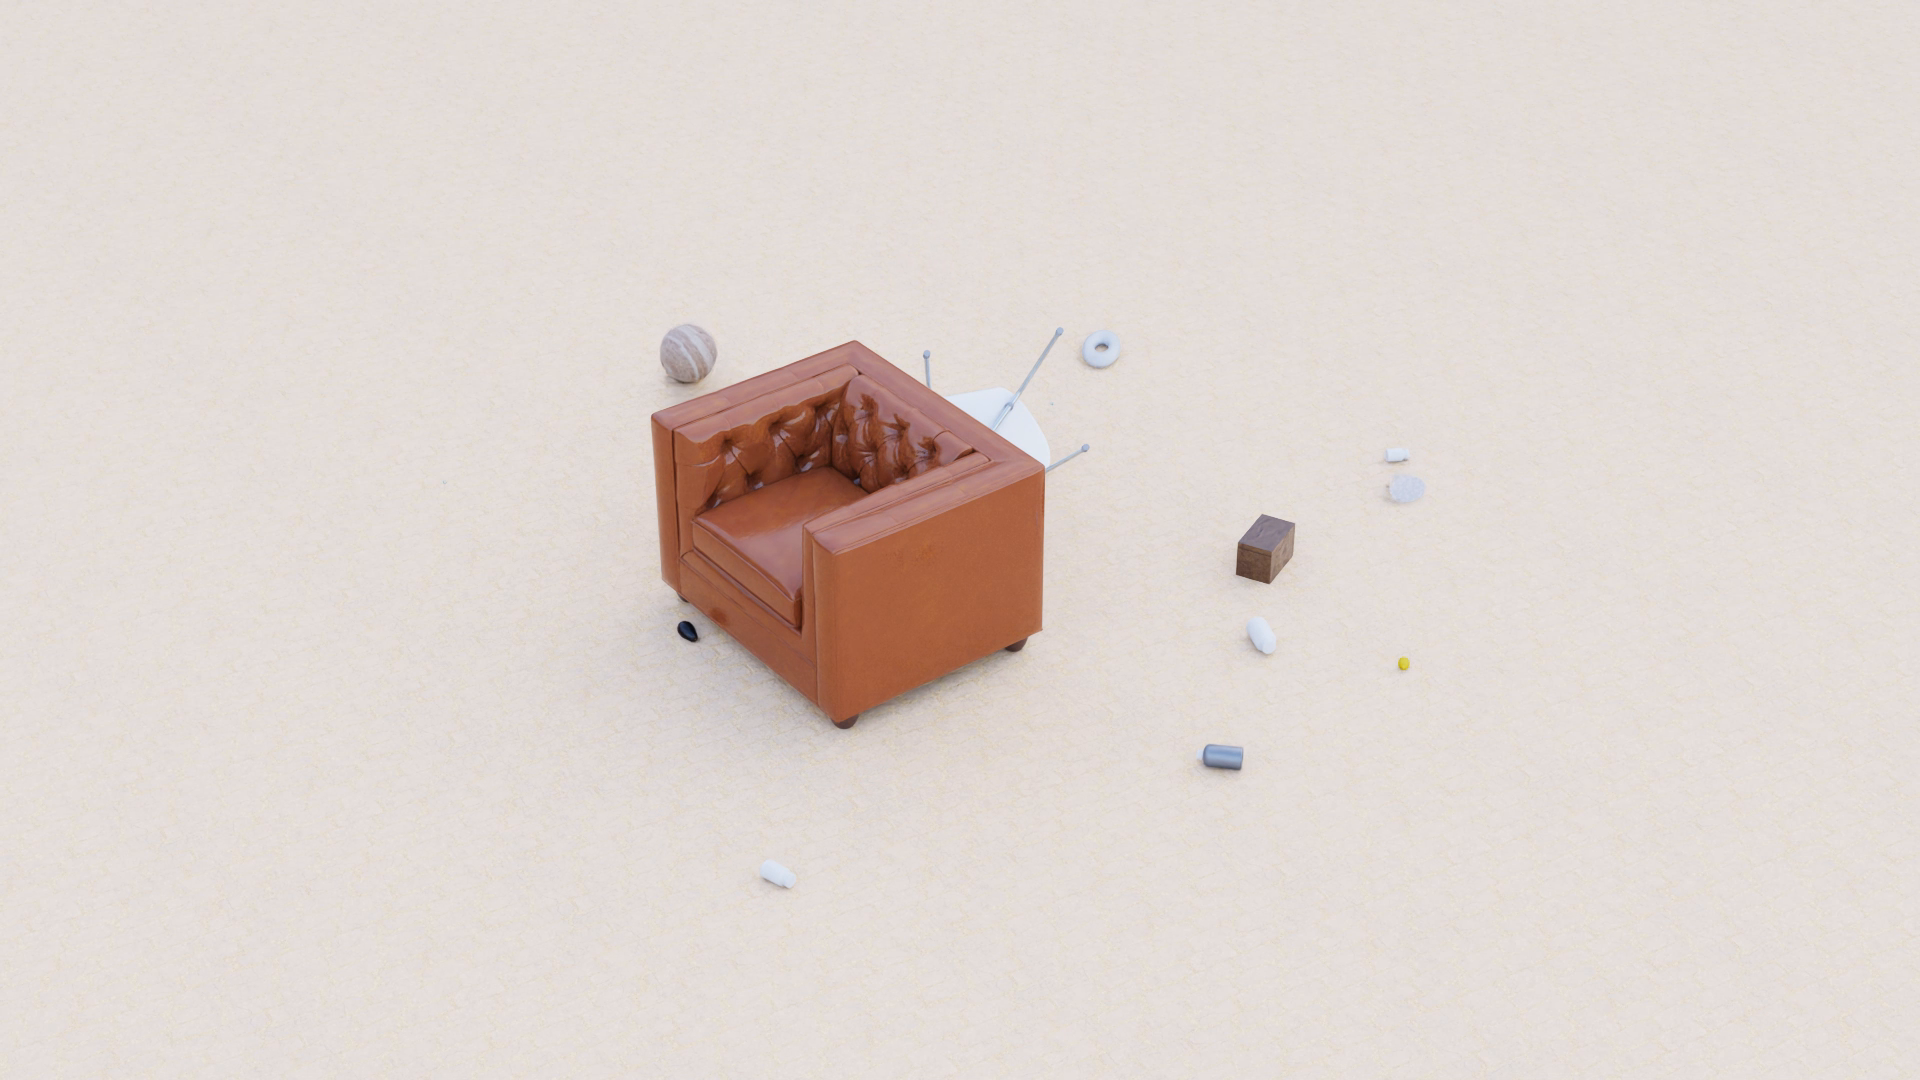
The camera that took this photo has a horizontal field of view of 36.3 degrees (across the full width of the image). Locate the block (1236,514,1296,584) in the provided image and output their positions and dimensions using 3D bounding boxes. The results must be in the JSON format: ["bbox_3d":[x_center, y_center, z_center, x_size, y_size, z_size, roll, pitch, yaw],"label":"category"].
[{"bbox_3d":[1.122,0.033,10.764,0.135,0.143,0.218,17,37,24],"label":"block"}]

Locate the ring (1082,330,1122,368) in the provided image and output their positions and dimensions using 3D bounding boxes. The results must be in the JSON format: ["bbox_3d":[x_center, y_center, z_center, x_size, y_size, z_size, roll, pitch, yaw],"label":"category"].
[{"bbox_3d":[0.584,-0.790,12.099,0.161,0.050,0.283,3,34,7],"label":"ring"}]

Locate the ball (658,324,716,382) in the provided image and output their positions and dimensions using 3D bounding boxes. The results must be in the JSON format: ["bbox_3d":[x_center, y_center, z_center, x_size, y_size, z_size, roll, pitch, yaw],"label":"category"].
[{"bbox_3d":[-1.102,-0.756,11.879,0.234,0.234,0.234,0,33,0],"label":"ball"}]

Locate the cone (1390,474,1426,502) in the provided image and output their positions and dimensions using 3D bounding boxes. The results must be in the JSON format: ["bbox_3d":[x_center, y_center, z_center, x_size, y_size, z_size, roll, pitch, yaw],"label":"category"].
[{"bbox_3d":[1.681,-0.224,11.238,0.140,0.104,0.201,-2,19,-12],"label":"cone"}]
